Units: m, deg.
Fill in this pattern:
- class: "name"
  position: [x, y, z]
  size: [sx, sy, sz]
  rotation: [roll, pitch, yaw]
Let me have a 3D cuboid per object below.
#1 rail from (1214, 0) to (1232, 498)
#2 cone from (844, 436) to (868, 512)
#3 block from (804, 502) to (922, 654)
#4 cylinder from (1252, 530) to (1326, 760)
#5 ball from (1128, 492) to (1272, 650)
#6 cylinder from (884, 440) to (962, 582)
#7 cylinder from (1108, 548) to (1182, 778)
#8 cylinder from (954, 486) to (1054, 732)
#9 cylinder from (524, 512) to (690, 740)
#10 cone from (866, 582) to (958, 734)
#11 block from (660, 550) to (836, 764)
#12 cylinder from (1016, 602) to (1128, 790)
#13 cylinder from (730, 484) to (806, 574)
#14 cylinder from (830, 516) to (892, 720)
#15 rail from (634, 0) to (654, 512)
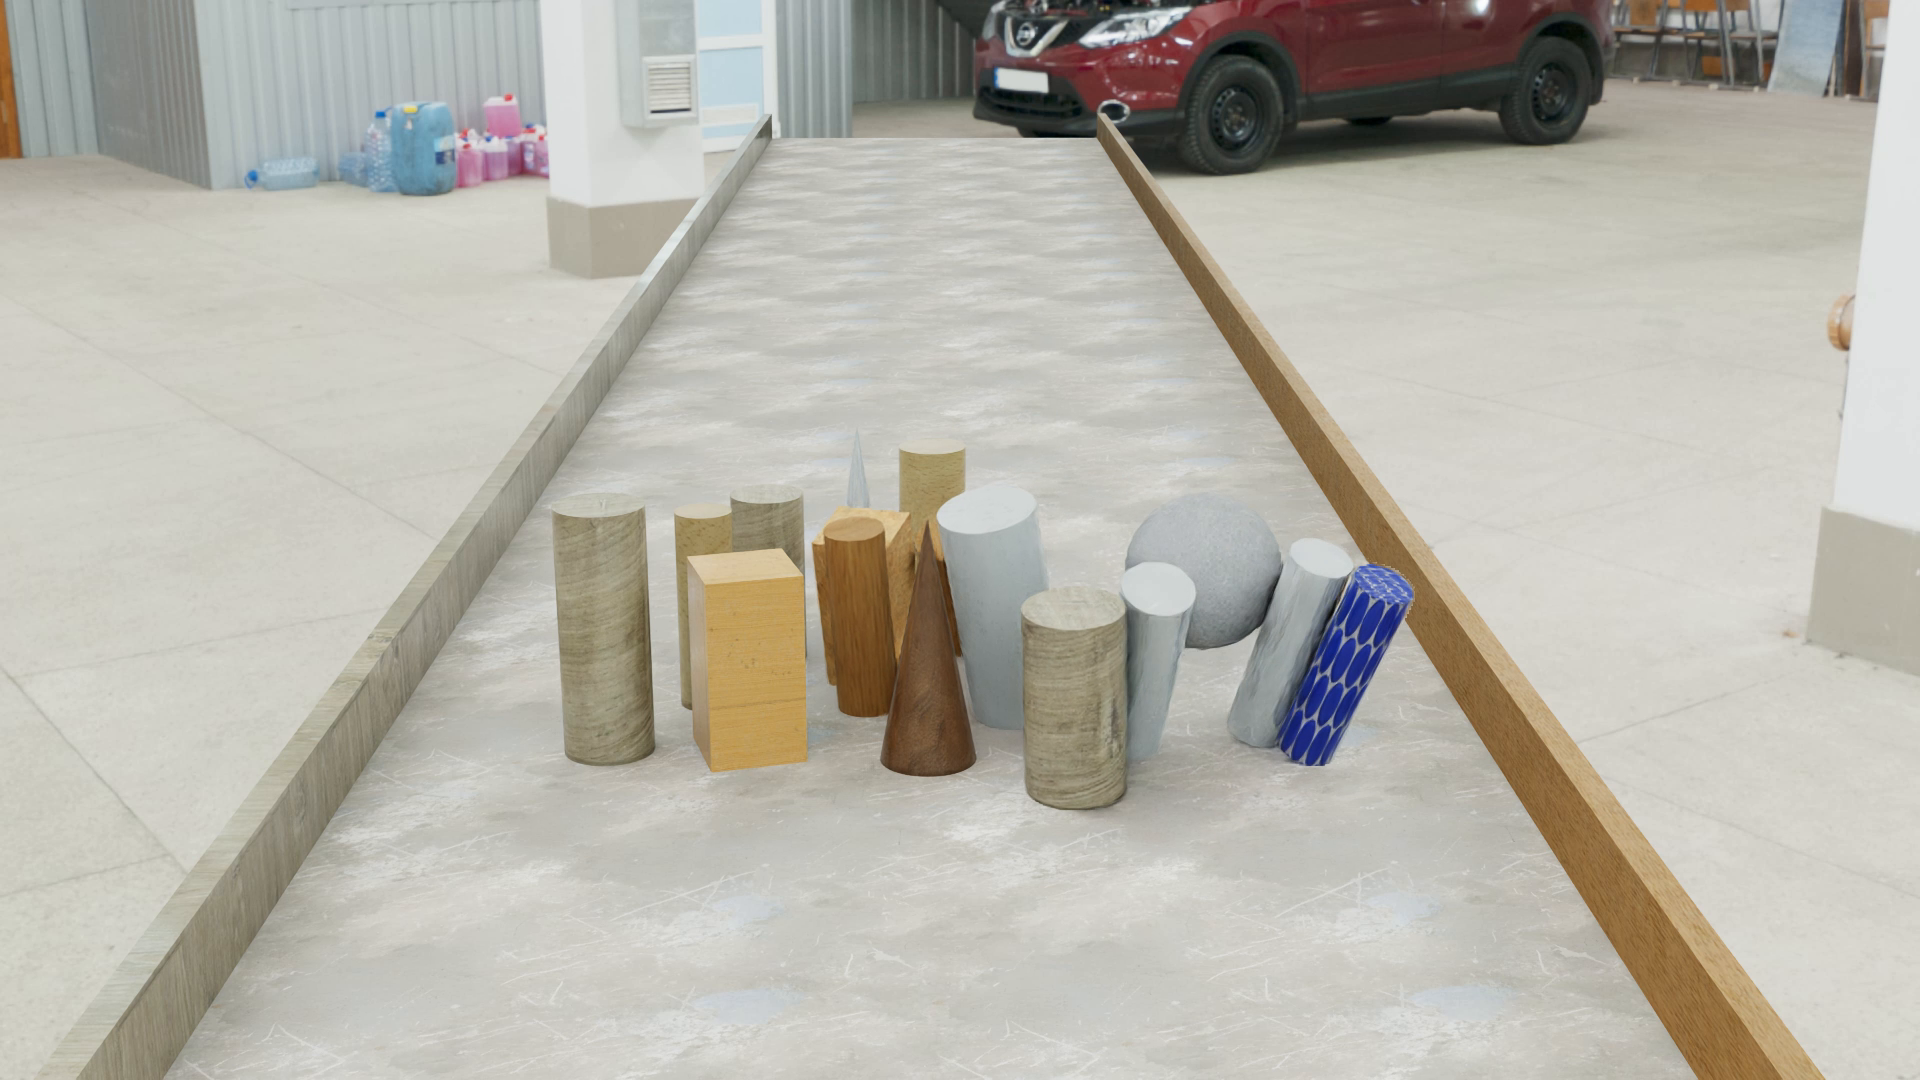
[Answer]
- class: "rail"
  position: [0.932, -0.844, 7.801]
  size: [0.050, 12.000, 0.150]
  rotation: [0, 0, 0]
- class: "cone"
  position: [-0.215, -0.041, 4.633]
  size: [0.132, 0.417, 0.132]
  rotation: [-3, 26, 2]
- class: "block"
  position: [-0.175, 0.115, 4.238]
  size: [0.146, 0.318, 0.146]
  rotation: [-21, 27, -21]
- class: "cylinder"
  position: [0.580, 0.186, 3.889]
  size: [0.111, 0.392, 0.111]
  rotation: [0, 17, 0]
- class: "ball"
  position: [0.436, 0.056, 3.940]
  size: [0.281, 0.281, 0.281]
  rotation: [0, 17, 0]
- class: "cylinder"
  position: [-0.061, -0.063, 4.909]
  size: [0.149, 0.302, 0.149]
  rotation: [-10, 44, 9]
- class: "cylinder"
  position: [0.317, 0.214, 3.816]
  size: [0.126, 0.380, 0.126]
  rotation: [0, 17, 0]
- class: "cylinder"
  position: [0.080, 0.126, 4.022]
  size: [0.179, 0.414, 0.179]
  rotation: [0, 17, 0]
- class: "cylinder"
  position: [-0.630, 0.158, 3.895]
  size: [0.162, 0.457, 0.162]
  rotation: [17, 44, -18]
- class: "cone"
  position: [-0.057, 0.174, 3.856]
  size: [0.173, 0.173, 0.449]
  rotation: [-3, -28, -11]
- class: "block"
  position: [-0.379, 0.211, 3.909]
  size: [0.172, 0.346, 0.172]
  rotation: [23, 46, -11]
- class: "cylinder"
  position: [0.194, 0.267, 3.709]
  size: [0.173, 0.336, 0.173]
  rotation: [-3, 56, 5]
- class: "cylinder"
  position: [-0.382, 0.071, 4.390]
  size: [0.146, 0.340, 0.146]
  rotation: [0, 17, 0]
- class: "cylinder"
  position: [-0.184, 0.144, 4.088]
  size: [0.112, 0.361, 0.112]
  rotation: [0, 17, 0]
- class: "rail"
  position: [-1.118, -0.838, 7.780]
  size: [0.050, 12.000, 0.150]
  rotation: [0, 0, 0]
